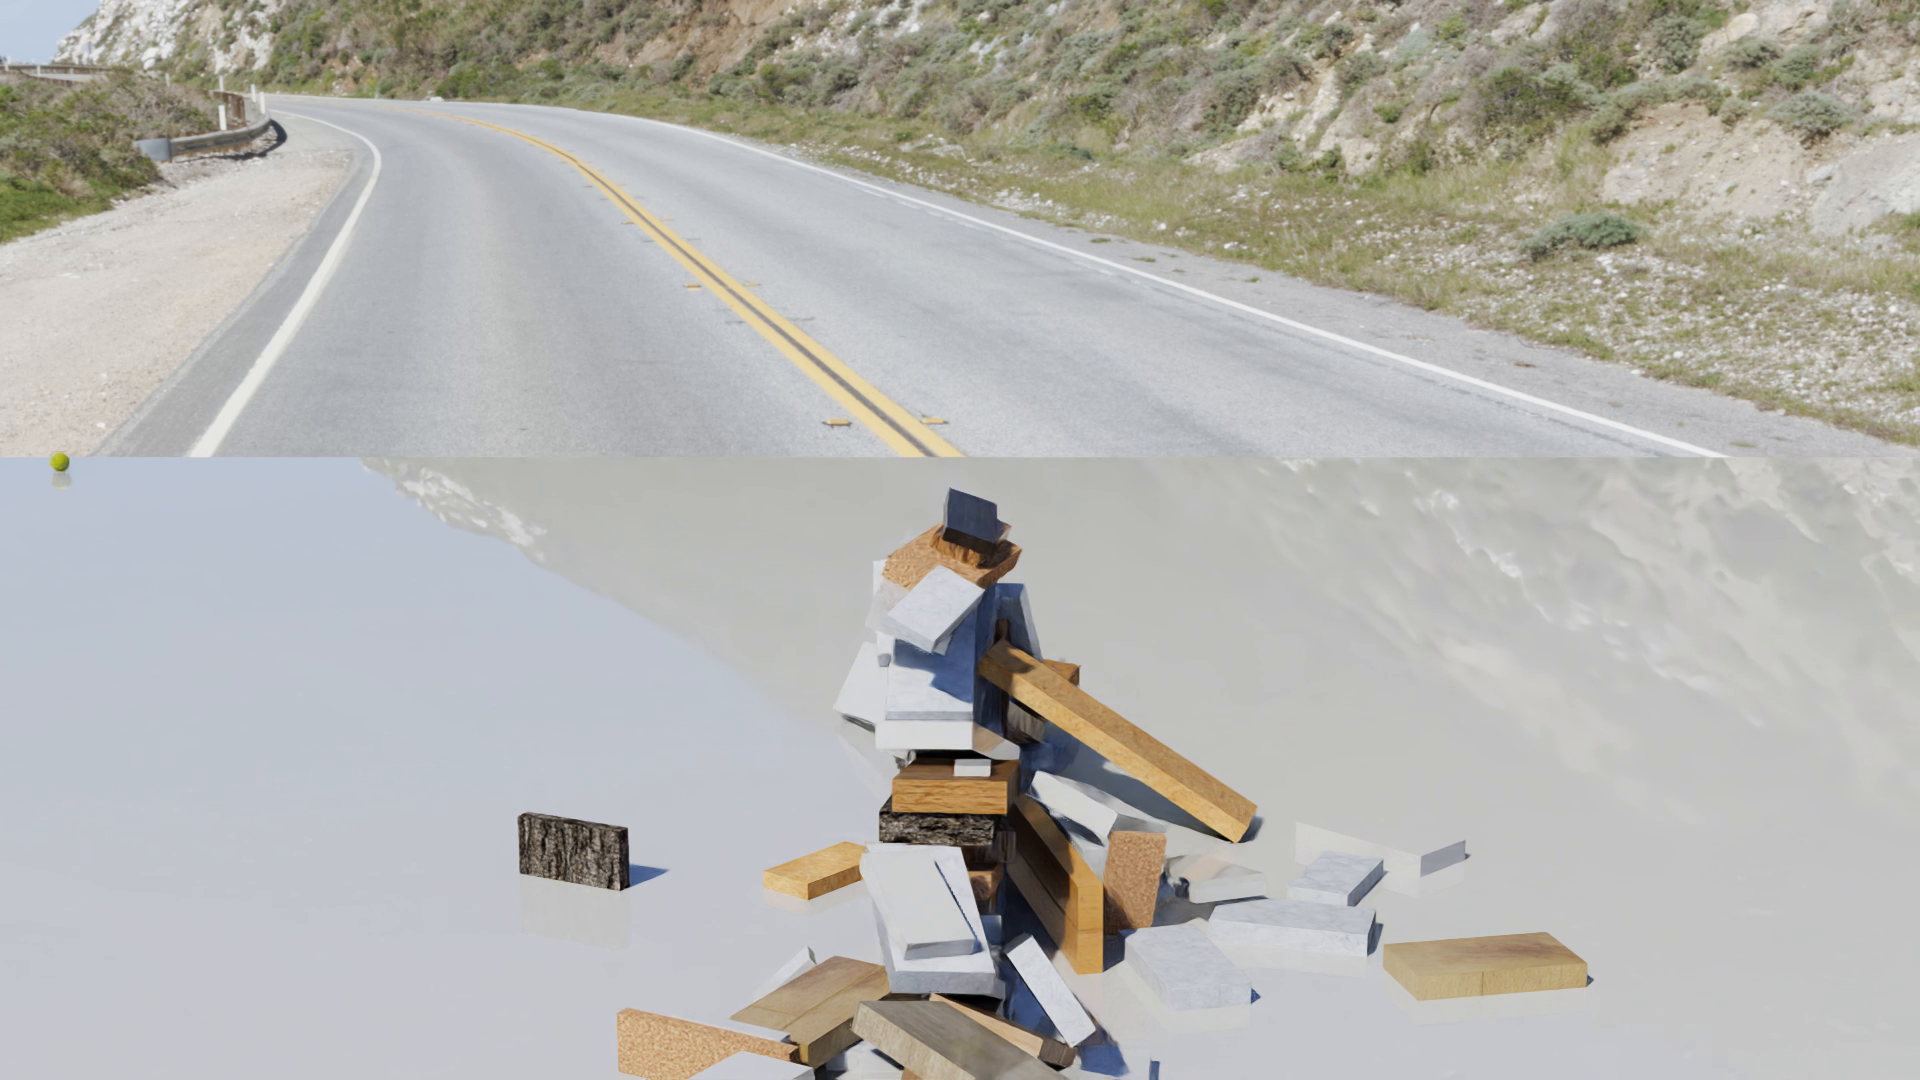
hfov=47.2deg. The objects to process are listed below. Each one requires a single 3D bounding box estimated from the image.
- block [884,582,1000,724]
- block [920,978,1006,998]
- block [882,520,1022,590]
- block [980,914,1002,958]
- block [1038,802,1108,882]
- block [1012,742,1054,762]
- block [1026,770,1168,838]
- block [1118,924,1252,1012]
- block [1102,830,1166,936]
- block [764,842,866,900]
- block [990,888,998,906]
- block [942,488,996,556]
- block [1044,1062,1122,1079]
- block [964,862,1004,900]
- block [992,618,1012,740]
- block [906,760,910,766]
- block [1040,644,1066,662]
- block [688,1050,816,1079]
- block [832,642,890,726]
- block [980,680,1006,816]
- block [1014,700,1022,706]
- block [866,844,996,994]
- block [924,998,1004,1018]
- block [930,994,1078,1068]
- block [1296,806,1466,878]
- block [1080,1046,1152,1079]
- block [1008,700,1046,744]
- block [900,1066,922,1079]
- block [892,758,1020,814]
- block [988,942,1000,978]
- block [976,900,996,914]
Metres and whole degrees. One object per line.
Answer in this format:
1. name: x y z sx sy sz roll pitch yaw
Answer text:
1. block: -0.031 0.213 4.128 0.171 0.049 0.343 0 42 10
2. block: -0.008 0.627 3.094 0.097 0.028 0.194 -3 -16 15
3. block: -0.012 0.040 4.064 0.150 0.042 0.300 27 24 15
4. block: -0.008 0.587 3.258 0.135 0.038 0.271 1 -15 1
5. block: 0.183 0.530 3.609 0.039 0.139 0.278 -2 11 -13
6. block: 0.111 0.423 4.508 0.148 0.021 0.074 9 14 40
7. block: 0.228 0.443 3.596 0.151 0.043 0.301 26 -1 23
8. block: 0.334 0.640 3.303 0.123 0.035 0.247 -3 11 -14
9. block: 0.268 0.540 3.449 0.084 0.167 0.024 5 14 -13
10. block: -0.226 0.562 3.743 0.103 0.029 0.205 9 14 39
11. block: -0.005 0.562 3.513 0.127 0.036 0.255 1 -7 2
12. block: 0.018 -0.035 4.089 0.096 0.027 0.192 19 22 -7
13. block: 0.089 0.708 2.829 0.114 0.032 0.228 -9 3 -40
14. block: -0.007 0.508 3.333 0.127 0.036 0.255 1 -1 5
15. block: 0.005 0.322 4.211 0.171 0.343 0.049 1 -16 6
16. block: -0.030 0.409 3.827 0.118 0.033 0.236 0 33 -7
17. block: 0.088 0.257 5.353 0.141 0.040 0.505 -4 11 -21
18. block: -0.331 0.718 2.714 0.288 0.041 0.144 -20 12 -42
19. block: -0.152 0.312 4.631 0.046 0.162 0.324 28 -9 -25
20. block: -0.007 0.387 4.063 0.171 0.049 0.343 -5 46 4
21. block: 0.036 0.241 4.409 0.123 0.246 0.035 -25 27 35
22. block: -0.045 0.518 3.021 0.135 0.038 0.271 4 29 -13
23. block: -0.012 0.676 3.025 0.114 0.032 0.228 -1 3 10
24. block: 0.054 0.643 2.886 0.184 0.026 0.092 15 -10 36
25. block: 0.741 0.531 3.884 0.133 0.038 0.266 -10 14 -42
26. block: 0.202 0.719 2.903 0.092 0.026 0.184 1 11 7
27. block: 0.063 0.358 4.381 0.141 0.040 0.283 3 -14 18
28. block: -0.030 0.671 2.679 0.087 0.025 0.174 13 4 4
29. block: -0.001 0.372 3.346 0.167 0.047 0.334 1 0 5
30. block: -0.019 0.603 3.154 0.135 0.038 0.271 5 -15 6
31. block: -0.014 0.575 3.358 0.127 0.036 0.255 1 -15 3
